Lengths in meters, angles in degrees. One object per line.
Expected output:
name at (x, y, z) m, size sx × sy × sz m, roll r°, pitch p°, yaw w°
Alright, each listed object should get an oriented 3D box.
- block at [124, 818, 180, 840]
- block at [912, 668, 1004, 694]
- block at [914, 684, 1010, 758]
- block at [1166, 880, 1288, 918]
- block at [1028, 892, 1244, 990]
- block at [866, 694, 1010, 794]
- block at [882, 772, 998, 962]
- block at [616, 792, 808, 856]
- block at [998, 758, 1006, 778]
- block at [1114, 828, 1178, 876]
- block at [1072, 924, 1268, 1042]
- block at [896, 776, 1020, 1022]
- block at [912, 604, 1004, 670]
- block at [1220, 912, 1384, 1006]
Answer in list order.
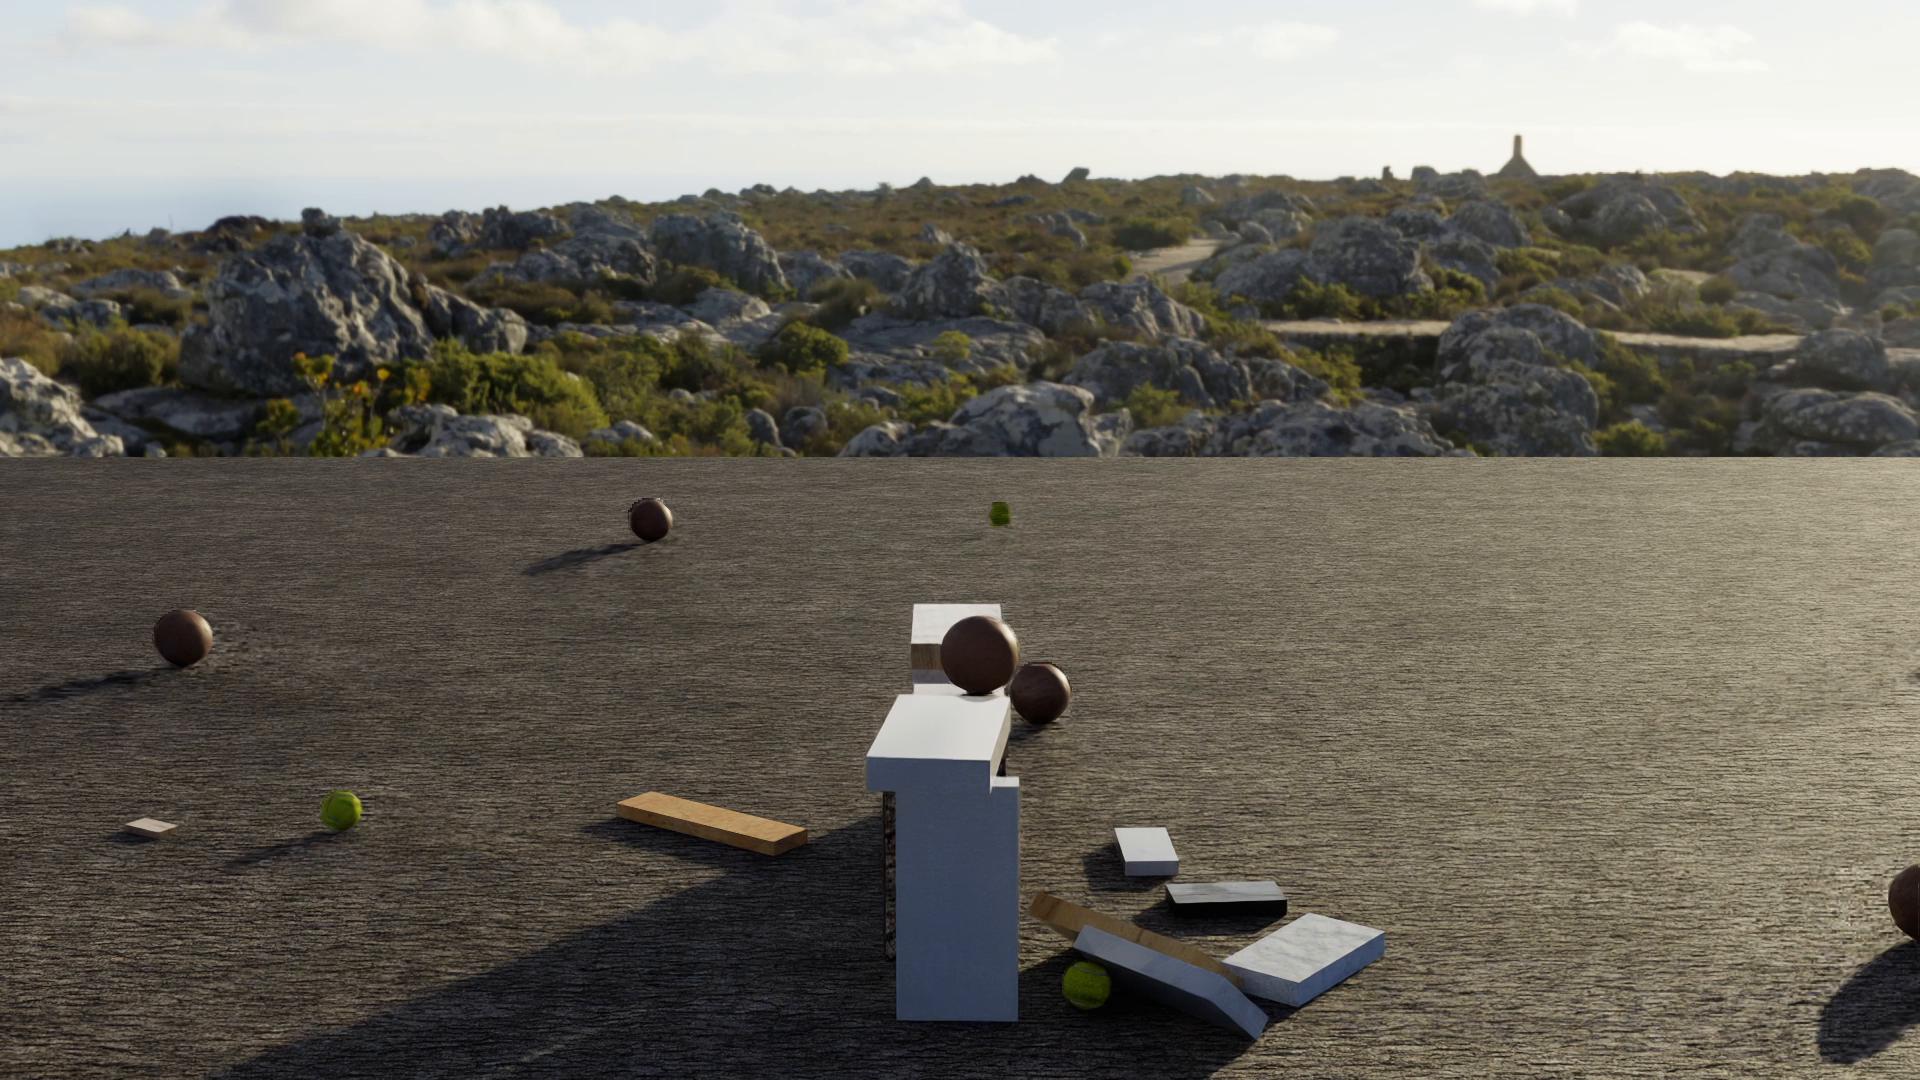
block at (-1.467, 0.524, 3.992) m, size 0.091 × 0.013 × 0.045 m, roll 6°, pitch 12°, yaw 30°
block at (-0.004, 0.376, 3.931) m, size 0.162 × 0.325 × 0.046 m, roll 0°, pitch 10°, yaw 0°
block at (0.000, 0.289, 3.547) m, size 0.149 × 0.042 × 0.297 m, roll 0°, pitch 10°, yaw -1°
block at (0.435, 0.589, 3.603) m, size 0.183 × 0.026 × 0.091 m, roll -1°, pitch 11°, yaw -5°
block at (0.260, 0.606, 3.283) m, size 0.322 × 0.038 × 0.133 m, roll 11°, pitch -21°, yaw 47°
block at (-0.026, 0.295, 3.221) m, size 0.173 × 0.049 × 0.347 m, roll 1°, pitch 10°, yaw 6°
block at (-0.030, 0.470, 3.367) m, size 0.173 × 0.347 × 0.049 m, roll -1°, pitch 10°, yaw -6°
block at (-0.455, 0.514, 4.005) m, size 0.385 × 0.026 × 0.091 m, roll 8°, pitch 13°, yaw 36°
block at (-0.003, 0.473, 3.484) m, size 0.148 × 0.297 × 0.042 m, roll -1°, pitch 10°, yaw -3°
block at (0.325, 0.544, 3.846) m, size 0.091 × 0.026 × 0.183 m, roll 0°, pitch 11°, yaw -2°
block at (0.298, 0.629, 3.134) m, size 0.266 × 0.038 × 0.133 m, roll 12°, pitch -25°, yaw 46°
block at (-0.003, 0.512, 3.138) m, size 0.173 × 0.347 × 0.049 m, roll 0°, pitch 10°, yaw 2°
block at (-0.005, 0.174, 4.004) m, size 0.162 × 0.046 × 0.325 m, roll 0°, pitch 10°, yaw 0°
block at (0.521, 0.633, 3.332) m, size 0.133 × 0.038 × 0.266 m, roll 8°, pitch 13°, yaw 38°
